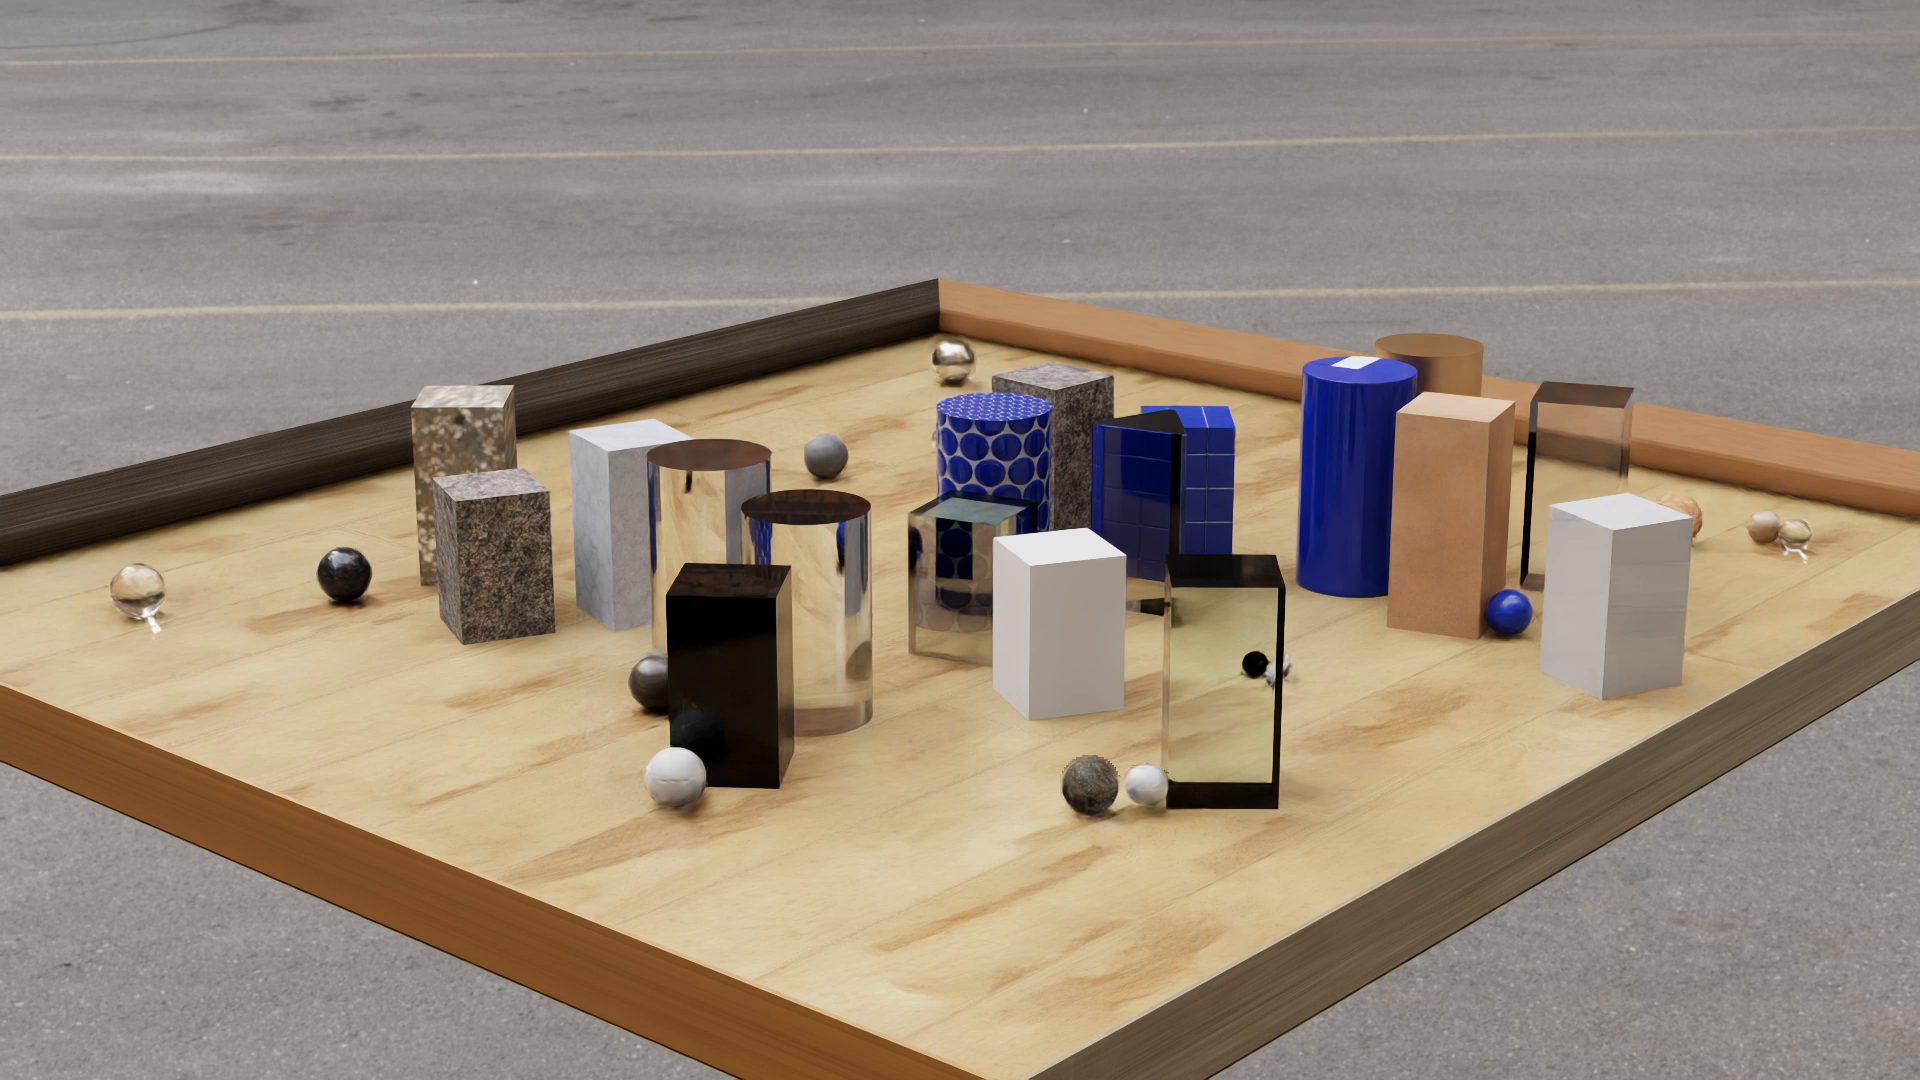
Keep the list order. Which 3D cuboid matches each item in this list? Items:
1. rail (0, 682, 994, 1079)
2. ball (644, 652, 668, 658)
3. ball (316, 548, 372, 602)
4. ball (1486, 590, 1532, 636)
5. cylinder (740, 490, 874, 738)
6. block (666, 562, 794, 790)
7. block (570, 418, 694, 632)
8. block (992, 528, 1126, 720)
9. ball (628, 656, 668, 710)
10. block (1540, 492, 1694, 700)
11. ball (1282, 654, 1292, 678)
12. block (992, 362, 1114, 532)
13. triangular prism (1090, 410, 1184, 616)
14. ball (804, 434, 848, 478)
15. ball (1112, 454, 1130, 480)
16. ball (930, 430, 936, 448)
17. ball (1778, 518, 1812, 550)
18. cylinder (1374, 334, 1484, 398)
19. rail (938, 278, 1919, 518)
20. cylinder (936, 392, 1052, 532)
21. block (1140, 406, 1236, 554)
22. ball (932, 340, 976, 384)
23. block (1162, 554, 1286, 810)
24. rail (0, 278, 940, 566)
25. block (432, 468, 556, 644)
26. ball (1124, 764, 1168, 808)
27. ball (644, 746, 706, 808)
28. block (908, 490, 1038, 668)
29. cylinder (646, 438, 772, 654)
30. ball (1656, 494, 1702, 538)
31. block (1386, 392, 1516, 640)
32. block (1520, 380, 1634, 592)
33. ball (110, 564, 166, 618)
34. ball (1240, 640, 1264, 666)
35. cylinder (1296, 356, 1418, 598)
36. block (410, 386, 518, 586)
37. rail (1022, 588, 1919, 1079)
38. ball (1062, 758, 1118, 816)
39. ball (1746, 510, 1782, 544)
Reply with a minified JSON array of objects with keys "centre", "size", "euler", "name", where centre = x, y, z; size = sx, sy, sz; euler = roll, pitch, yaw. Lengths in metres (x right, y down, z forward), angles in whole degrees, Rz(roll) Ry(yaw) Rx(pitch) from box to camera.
[{"centre":[-1.001,0.365,4.016],"size":[2.833,0.129,0.045],"euler":[14,22,39],"name":"rail"},{"centre":[-0.479,0.208,4.638],"size":[0.063,0.063,0.063],"euler":[0,17,0],"name":"ball"},{"centre":[-1.069,0.059,5.093],"size":[0.094,0.094,0.094],"euler":[0,17,0],"name":"ball"},{"centre":[0.920,0.121,4.911],"size":[0.077,0.077,0.077],"euler":[0,17,0],"name":"ball"},{"centre":[-0.234,0.110,4.505],"size":[0.198,0.336,0.198],"euler":[0,17,0],"name":"cylinder"},{"centre":[-0.334,0.197,4.295],"size":[0.159,0.291,0.159],"euler":[1,17,5],"name":"block"},{"centre":[-0.555,-0.028,5.001],"size":[0.159,0.314,0.159],"euler":[-10,19,-29],"name":"block"},{"centre":[0.154,0.130,4.589],"size":[0.159,0.251,0.159],"euler":[-6,18,-19],"name":"block"},{"centre":[-0.473,0.222,4.566],"size":[0.085,0.085,0.085],"euler":[0,17,0],"name":"ball"},{"centre":[1.046,0.088,4.679],"size":[0.159,0.279,0.159],"euler":[-8,19,-25],"name":"block"},{"centre":[0.509,0.201,4.707],"size":[0.046,0.046,0.046],"euler":[0,17,0],"name":"ball"},{"centre":[0.172,-0.156,5.439],"size":[0.159,0.307,0.159],"euler":[16,23,43],"name":"block"},{"centre":[0.335,-0.052,5.066],"size":[0.172,0.324,0.149],"euler":[9,19,26],"name":"triangular prism"},{"centre":[-0.268,-0.167,5.856],"size":[0.089,0.089,0.089],"euler":[0,17,0],"name":"ball"},{"centre":[0.314,-0.146,5.846],"size":[0.053,0.053,0.053],"euler":[0,17,0],"name":"ball"},{"centre":[-0.033,-0.207,6.049],"size":[0.054,0.054,0.054],"euler":[0,17,0],"name":"ball"},{"centre":[1.534,-0.010,5.386],"size":[0.058,0.058,0.058],"euler":[0,17,0],"name":"ball"},{"centre":[0.868,-0.191,5.471],"size":[0.198,0.355,0.198],"euler":[0,17,0],"name":"cylinder"},{"centre":[1.001,-0.300,6.224],"size":[2.833,0.129,0.045],"euler":[14,22,39],"name":"rail"},{"centre":[0.058,-0.068,5.095],"size":[0.198,0.338,0.198],"euler":[0,17,0],"name":"cylinder"},{"centre":[0.407,-0.091,5.284],"size":[0.159,0.272,0.159],"euler":[0,17,0],"name":"block"},{"centre":[-0.015,-0.403,6.621],"size":[0.099,0.099,0.099],"euler":[0,17,0],"name":"ball"},{"centre":[0.376,0.202,4.209],"size":[0.159,0.331,0.159],"euler":[0,17,1],"name":"block"},{"centre":[-1.052,-0.231,5.994],"size":[0.045,0.129,3.101],"euler":[14,22,39],"name":"rail"},{"centre":[-0.785,0.026,4.939],"size":[0.159,0.248,0.159],"euler":[-7,18,-22],"name":"block"},{"centre":[0.264,0.349,4.161],"size":[0.061,0.061,0.061],"euler":[0,17,0],"name":"ball"},{"centre":[-0.405,0.339,4.178],"size":[0.088,0.088,0.088],"euler":[0,17,0],"name":"ball"},{"centre":[0.022,0.062,4.832],"size":[0.159,0.241,0.159],"euler":[8,19,25],"name":"block"},{"centre":[-0.397,0.039,4.694],"size":[0.198,0.364,0.198],"euler":[0,17,0],"name":"cylinder"},{"centre":[1.325,-0.039,5.421],"size":[0.094,0.094,0.094],"euler":[0,17,0],"name":"ball"},{"centre":[0.828,-0.043,4.945],"size":[0.159,0.375,0.159],"euler":[8,18,24],"name":"block"},{"centre":[1.086,-0.090,5.162],"size":[0.159,0.341,0.159],"euler":[6,18,18],"name":"block"},{"centre":[-1.403,0.087,5.005],"size":[0.093,0.093,0.093],"euler":[0,17,0],"name":"ball"},{"centre":[0.476,0.183,4.775],"size":[0.040,0.040,0.040],"euler":[0,17,0],"name":"ball"},{"centre":[0.696,-0.112,5.155],"size":[0.198,0.386,0.198],"euler":[0,17,0],"name":"cylinder"},{"centre":[-0.876,-0.098,5.217],"size":[0.159,0.325,0.159],"euler":[0,17,-1],"name":"block"},{"centre":[1.052,0.296,4.245],"size":[0.045,0.129,3.101],"euler":[14,22,39],"name":"rail"},{"centre":[0.185,0.349,4.155],"size":[0.081,0.081,0.081],"euler":[0,17,0],"name":"ball"},{"centre":[1.489,-0.024,5.428],"size":[0.062,0.062,0.062],"euler":[0,17,0],"name":"ball"}]
